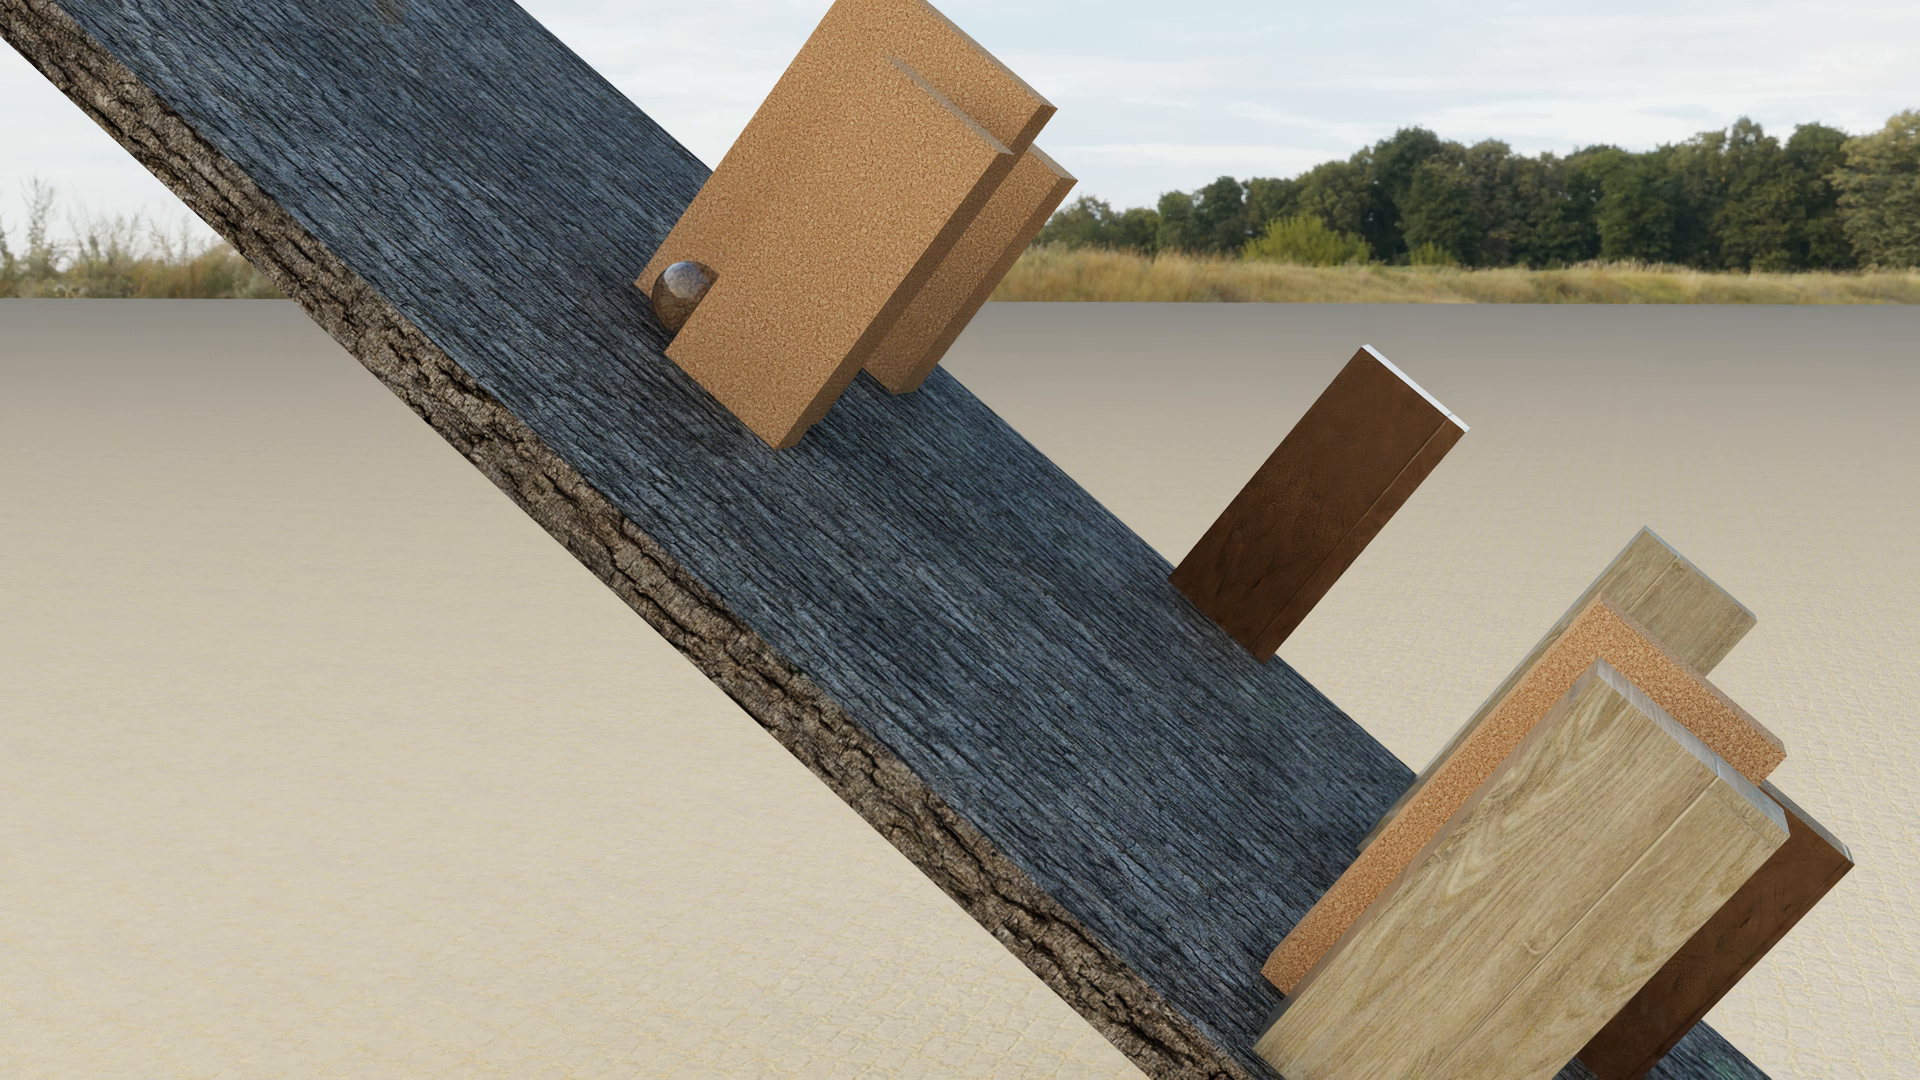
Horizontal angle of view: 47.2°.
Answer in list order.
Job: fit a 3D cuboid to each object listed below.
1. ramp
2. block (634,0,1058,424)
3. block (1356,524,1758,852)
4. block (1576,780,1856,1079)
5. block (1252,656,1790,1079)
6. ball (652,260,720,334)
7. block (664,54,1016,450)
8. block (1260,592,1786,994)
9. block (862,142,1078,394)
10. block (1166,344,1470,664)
[{"bbox_3d":[-0.012,0.062,4.046,4.000,0.100,2.000,41,16,9],"label":"ramp"},{"bbox_3d":[-0.213,-0.617,3.965,0.411,0.725,0.114,41,16,9],"label":"block"},{"bbox_3d":[1.079,0.354,4.012,0.248,0.787,0.090,41,16,9],"label":"block"},{"bbox_3d":[1.269,0.678,3.914,0.275,0.583,0.121,41,16,9],"label":"block"},{"bbox_3d":[0.749,0.529,2.976,0.310,0.700,0.149,41,16,9],"label":"block"},{"bbox_3d":[-0.484,-0.432,3.939,0.137,0.137,0.137,0,7,0],"label":"ball"},{"bbox_3d":[-0.211,-0.487,3.768,0.263,0.641,0.099,41,16,9],"label":"block"},{"bbox_3d":[0.807,0.465,3.196,0.326,0.744,0.099,41,16,9],"label":"block"},{"bbox_3d":[-0.104,-0.663,4.610,0.426,0.570,0.145,41,16,9],"label":"block"},{"bbox_3d":[0.771,-0.076,4.751,0.281,0.657,0.129,41,16,9],"label":"block"}]
